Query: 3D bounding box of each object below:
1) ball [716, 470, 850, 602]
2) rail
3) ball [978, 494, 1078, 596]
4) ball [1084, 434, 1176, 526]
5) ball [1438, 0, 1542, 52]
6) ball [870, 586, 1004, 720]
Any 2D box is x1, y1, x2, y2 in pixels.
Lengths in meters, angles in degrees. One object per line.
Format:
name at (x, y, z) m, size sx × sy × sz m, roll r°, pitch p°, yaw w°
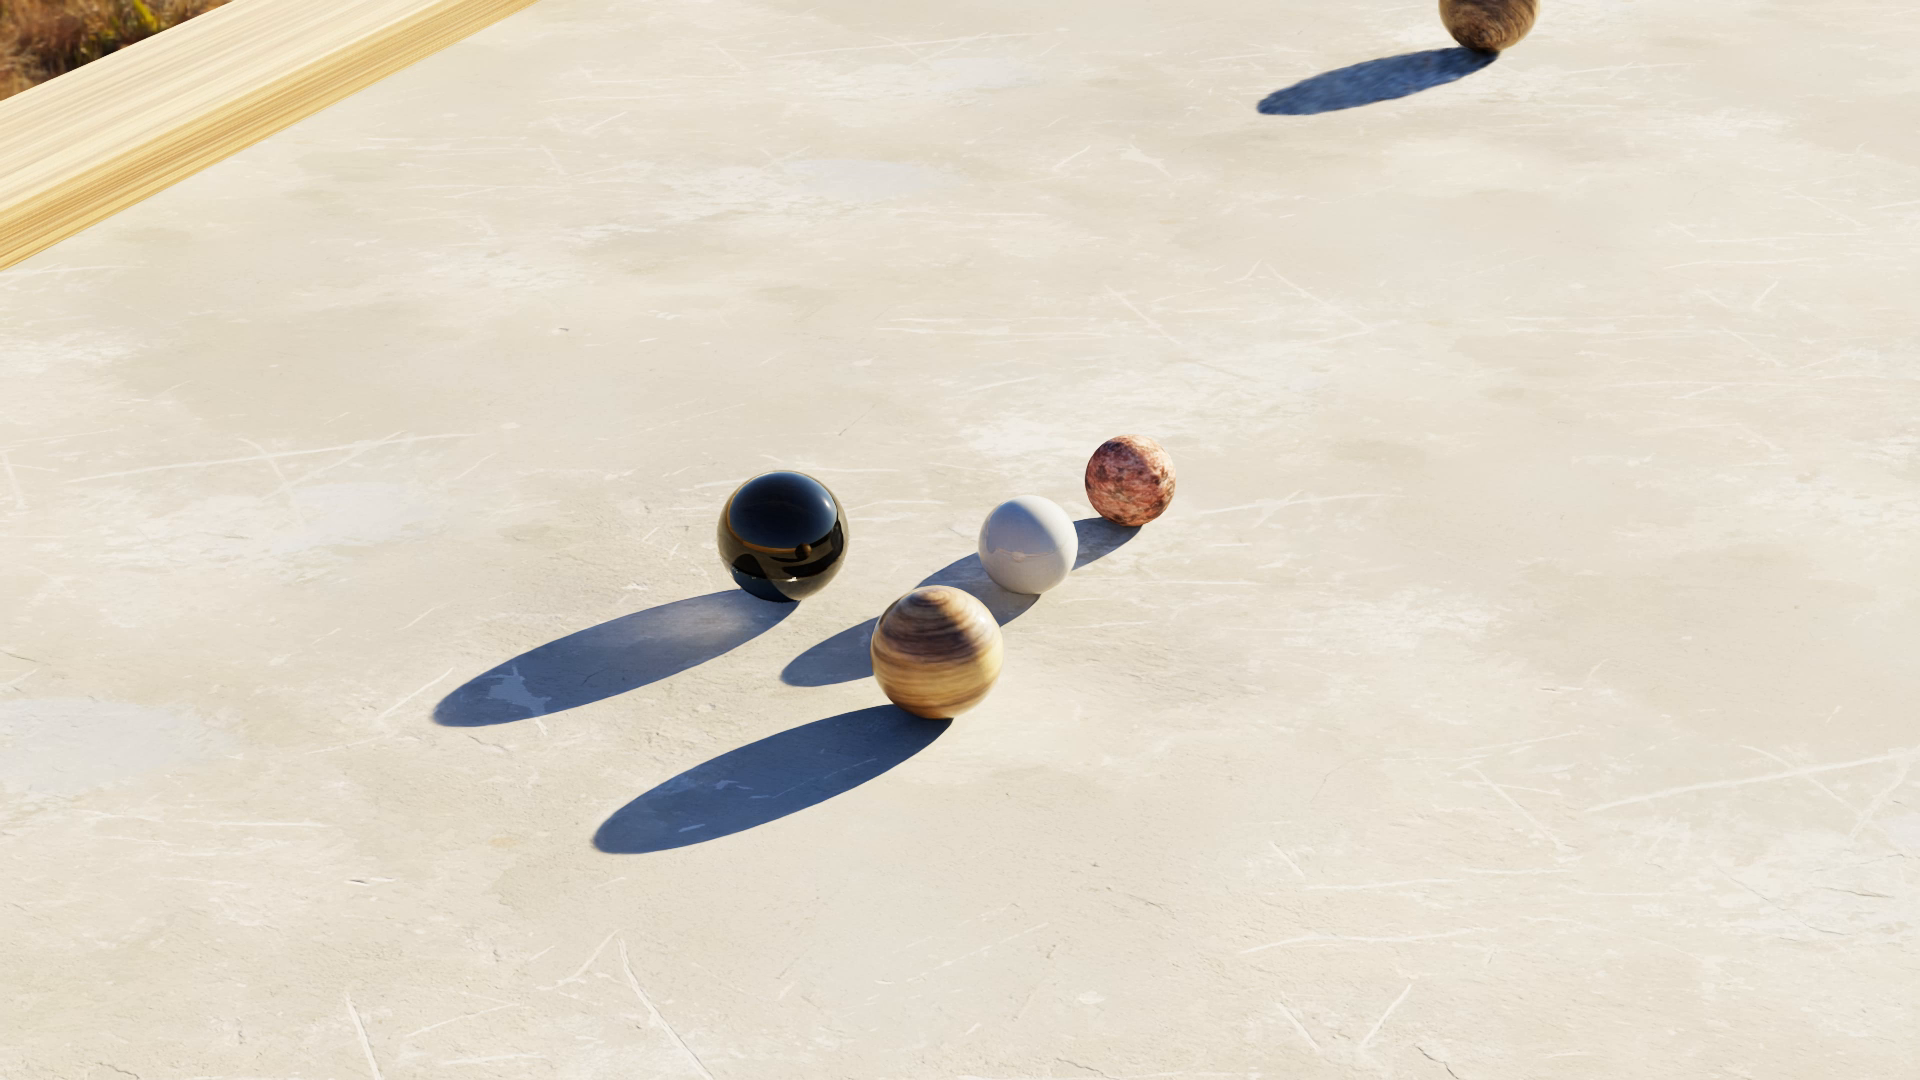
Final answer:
ball at (-0.106, -0.002, 1.759) m, size 0.080 × 0.080 × 0.080 m, roll 0°, pitch 27°, yaw 0°
rail at (-0.440, -0.539, 2.774) m, size 0.045 × 0.125 × 3.470 m, roll 11°, pitch 29°, yaw 21°
ball at (0.041, 0.003, 1.770) m, size 0.060 × 0.060 × 0.060 m, roll 0°, pitch 27°, yaw 0°
ball at (0.107, -0.038, 1.853) m, size 0.058 × 0.058 × 0.058 m, roll 0°, pitch 27°, yaw 0°
ball at (0.492, -0.502, 2.734) m, size 0.096 × 0.096 × 0.096 m, roll 0°, pitch 27°, yaw 0°
ball at (-0.013, 0.062, 1.636) m, size 0.075 × 0.075 × 0.075 m, roll 0°, pitch 27°, yaw 0°
